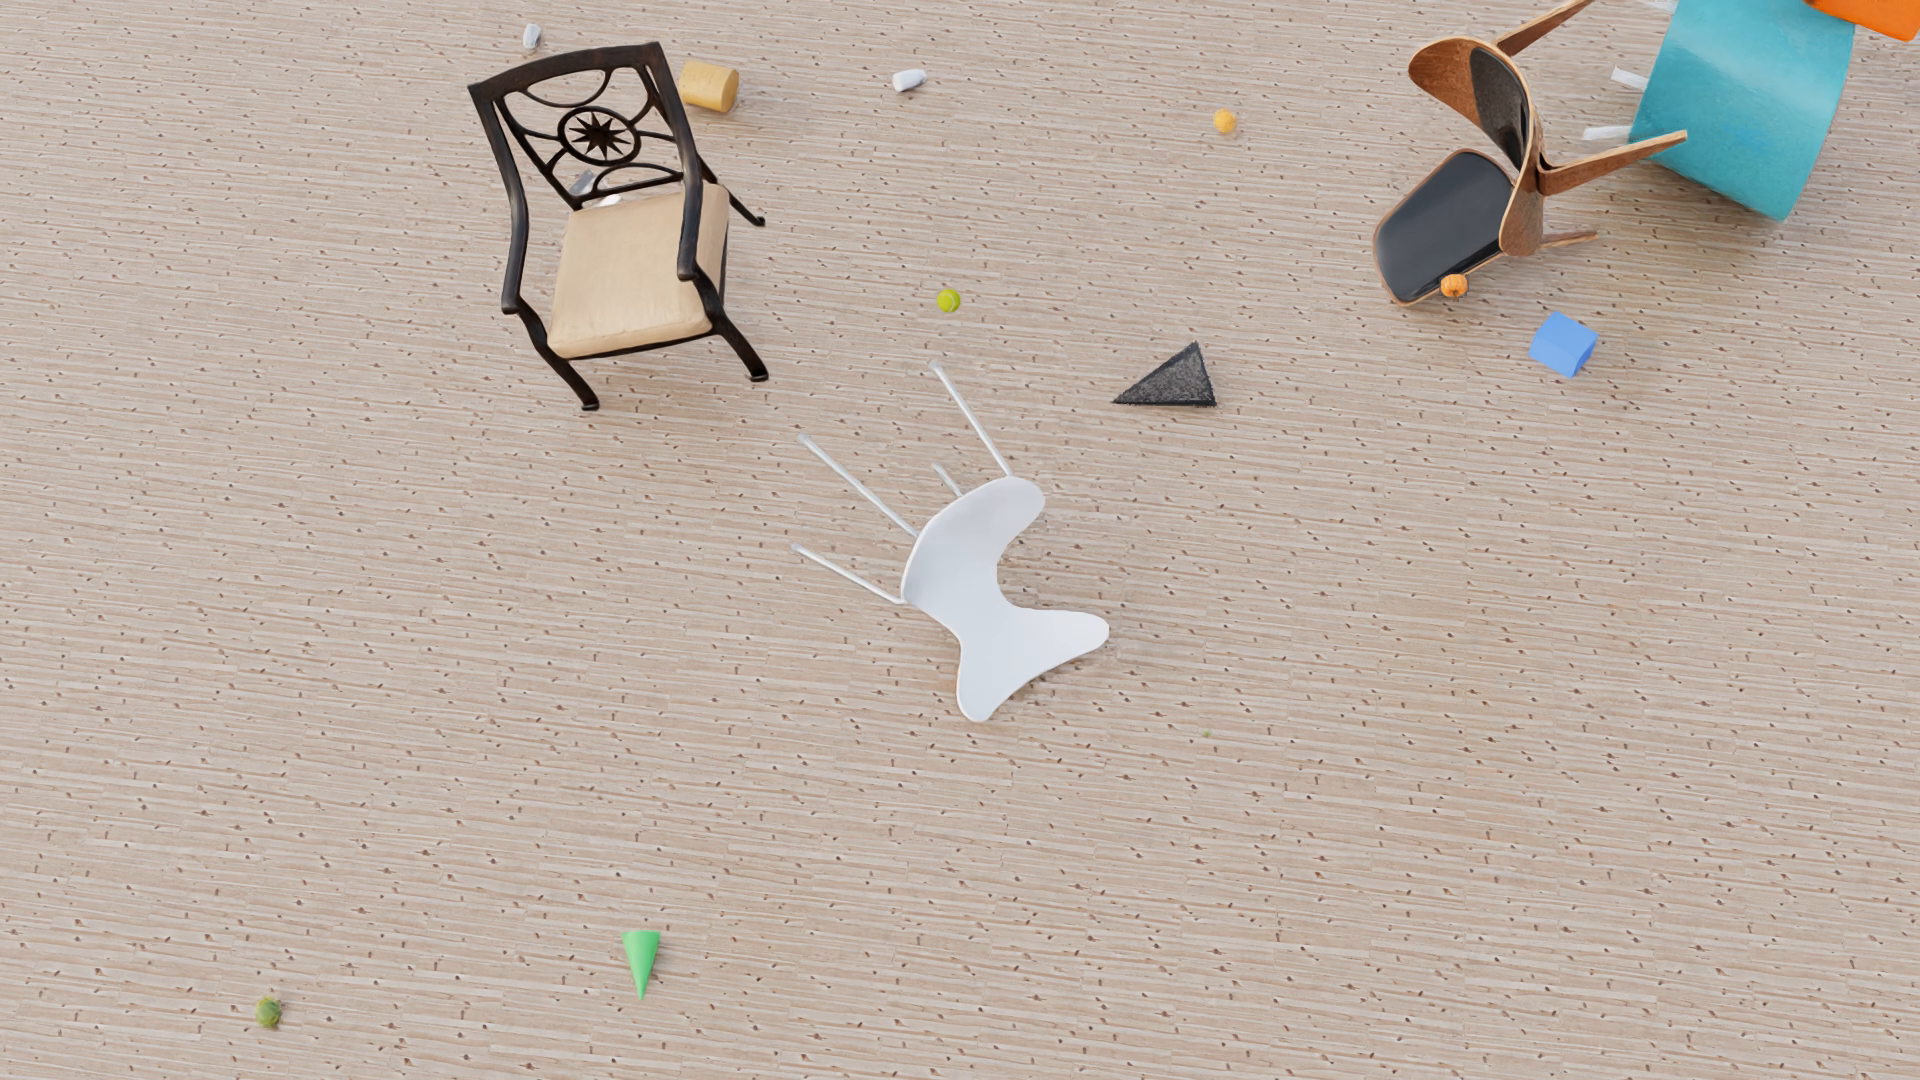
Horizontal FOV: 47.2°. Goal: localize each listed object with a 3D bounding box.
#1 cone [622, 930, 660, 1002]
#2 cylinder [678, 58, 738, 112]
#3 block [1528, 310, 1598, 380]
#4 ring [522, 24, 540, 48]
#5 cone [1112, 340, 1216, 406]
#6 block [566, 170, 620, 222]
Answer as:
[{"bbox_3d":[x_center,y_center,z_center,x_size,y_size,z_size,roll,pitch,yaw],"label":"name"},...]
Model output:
[{"bbox_3d":[-0.840,1.127,5.787,0.098,0.112,0.181,13,66,-41],"label":"cone"},{"bbox_3d":[-0.863,-1.556,7.535,0.161,0.138,0.151,16,74,11],"label":"cylinder"},{"bbox_3d":[1.899,-0.615,6.923,0.157,0.105,0.123,34,62,20],"label":"block"},{"bbox_3d":[-1.503,-1.767,7.716,0.048,0.068,0.133,10,40,-9],"label":"ring"},{"bbox_3d":[0.615,-0.474,6.839,0.317,0.217,0.129,-17,12,8],"label":"cone"},{"bbox_3d":[-1.209,-1.136,7.250,0.110,0.101,0.097,-46,63,8],"label":"block"}]
